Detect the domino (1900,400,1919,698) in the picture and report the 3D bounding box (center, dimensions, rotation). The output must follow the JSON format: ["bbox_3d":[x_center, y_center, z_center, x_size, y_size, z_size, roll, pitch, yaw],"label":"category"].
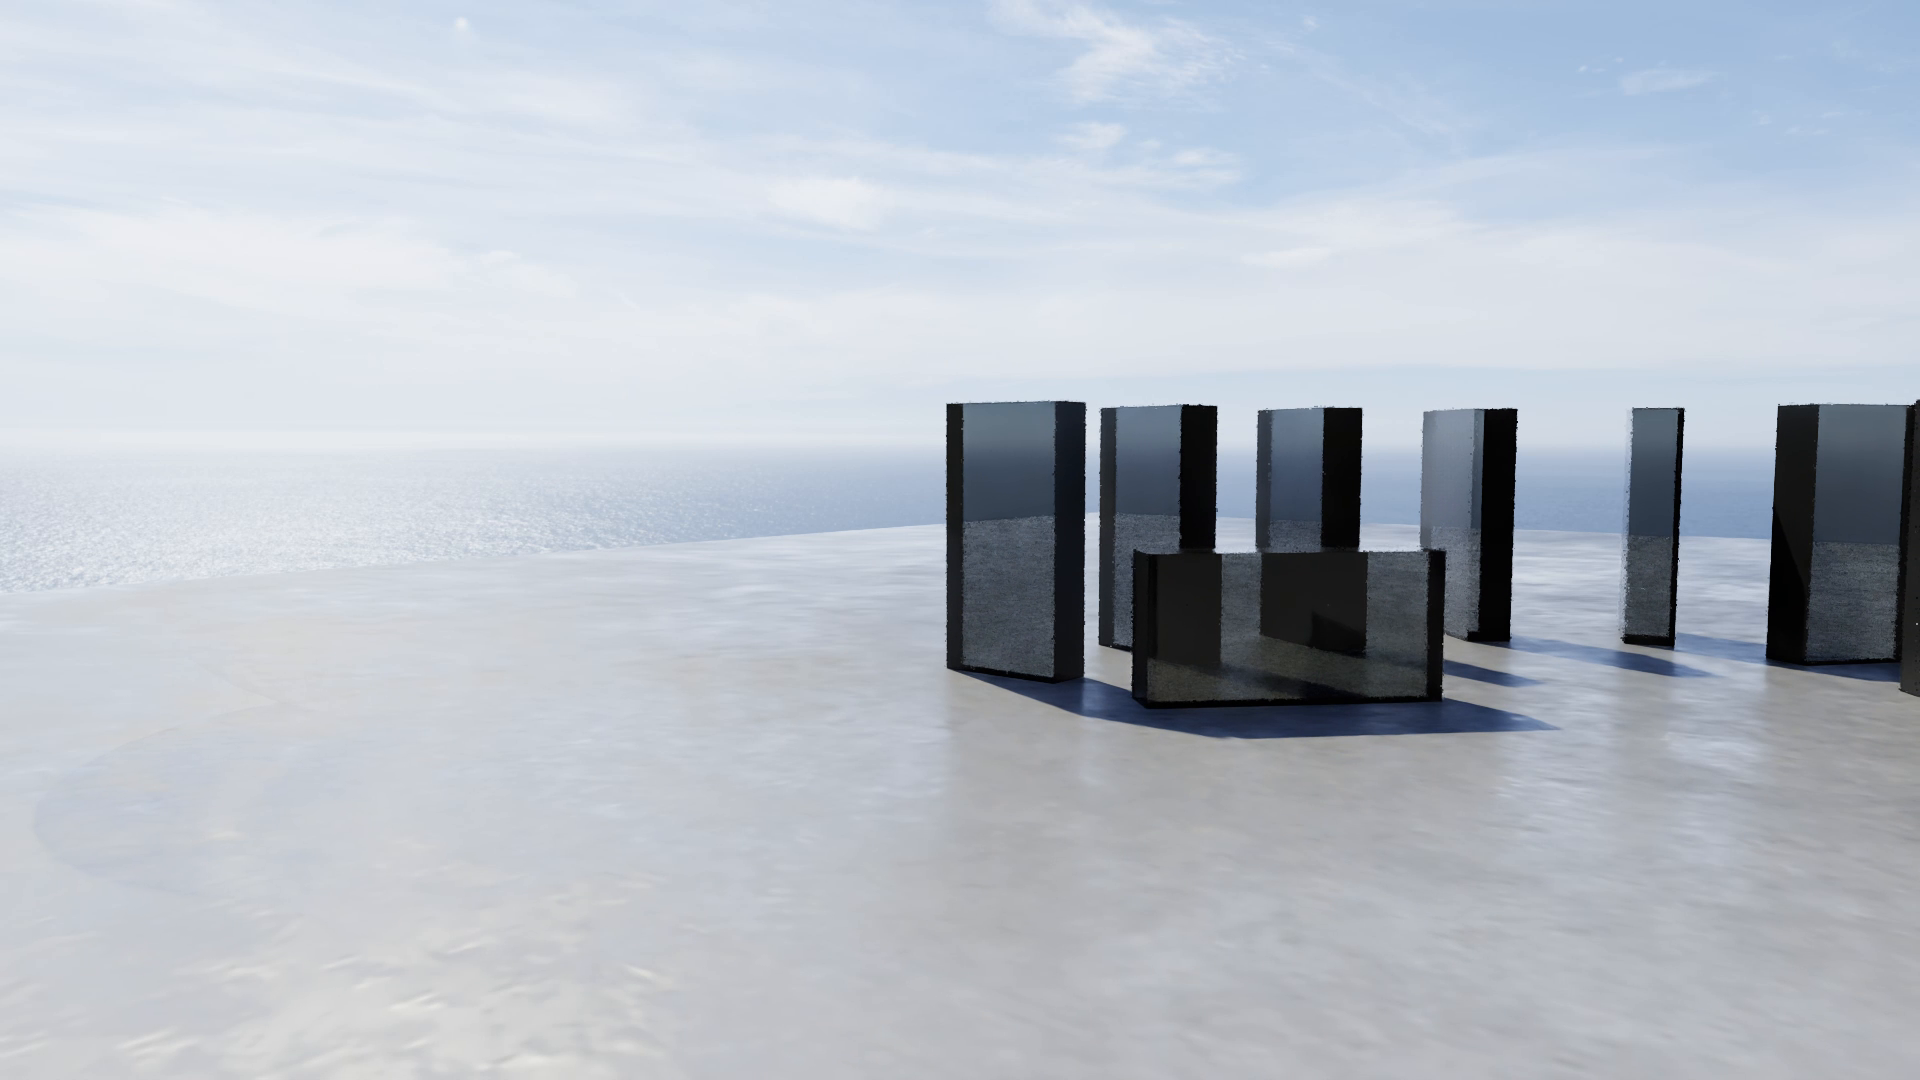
[{"bbox_3d":[0.174,0.002,0.213,0.025,0.050,0.010,1,4,10],"label":"domino"}]

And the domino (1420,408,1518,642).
[{"bbox_3d":[0.113,-0.004,0.287,0.010,0.050,0.025,0,4,-4],"label":"domino"}]

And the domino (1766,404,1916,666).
[{"bbox_3d":[0.173,-0.001,0.251,0.025,0.050,0.010,-1,4,-12],"label":"domino"}]

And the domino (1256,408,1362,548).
[{"bbox_3d":[0.075,-0.003,0.279,0.009,0.050,0.025,-1,5,-19],"label":"domino"}]

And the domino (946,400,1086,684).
[{"bbox_3d":[0.010,0.000,0.237,0.025,0.050,0.010,4,6,40],"label":"domino"}]

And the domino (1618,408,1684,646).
[{"bbox_3d":[0.151,-0.004,0.281,0.009,0.050,0.025,2,5,25],"label":"domino"}]

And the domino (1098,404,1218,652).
[{"bbox_3d":[0.040,-0.002,0.262,0.010,0.050,0.025,-3,5,-32],"label":"domino"}]

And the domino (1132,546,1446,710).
[{"bbox_3d":[0.054,0.014,0.213,0.050,0.025,0.009,-1,4,-7],"label":"domino"}]
